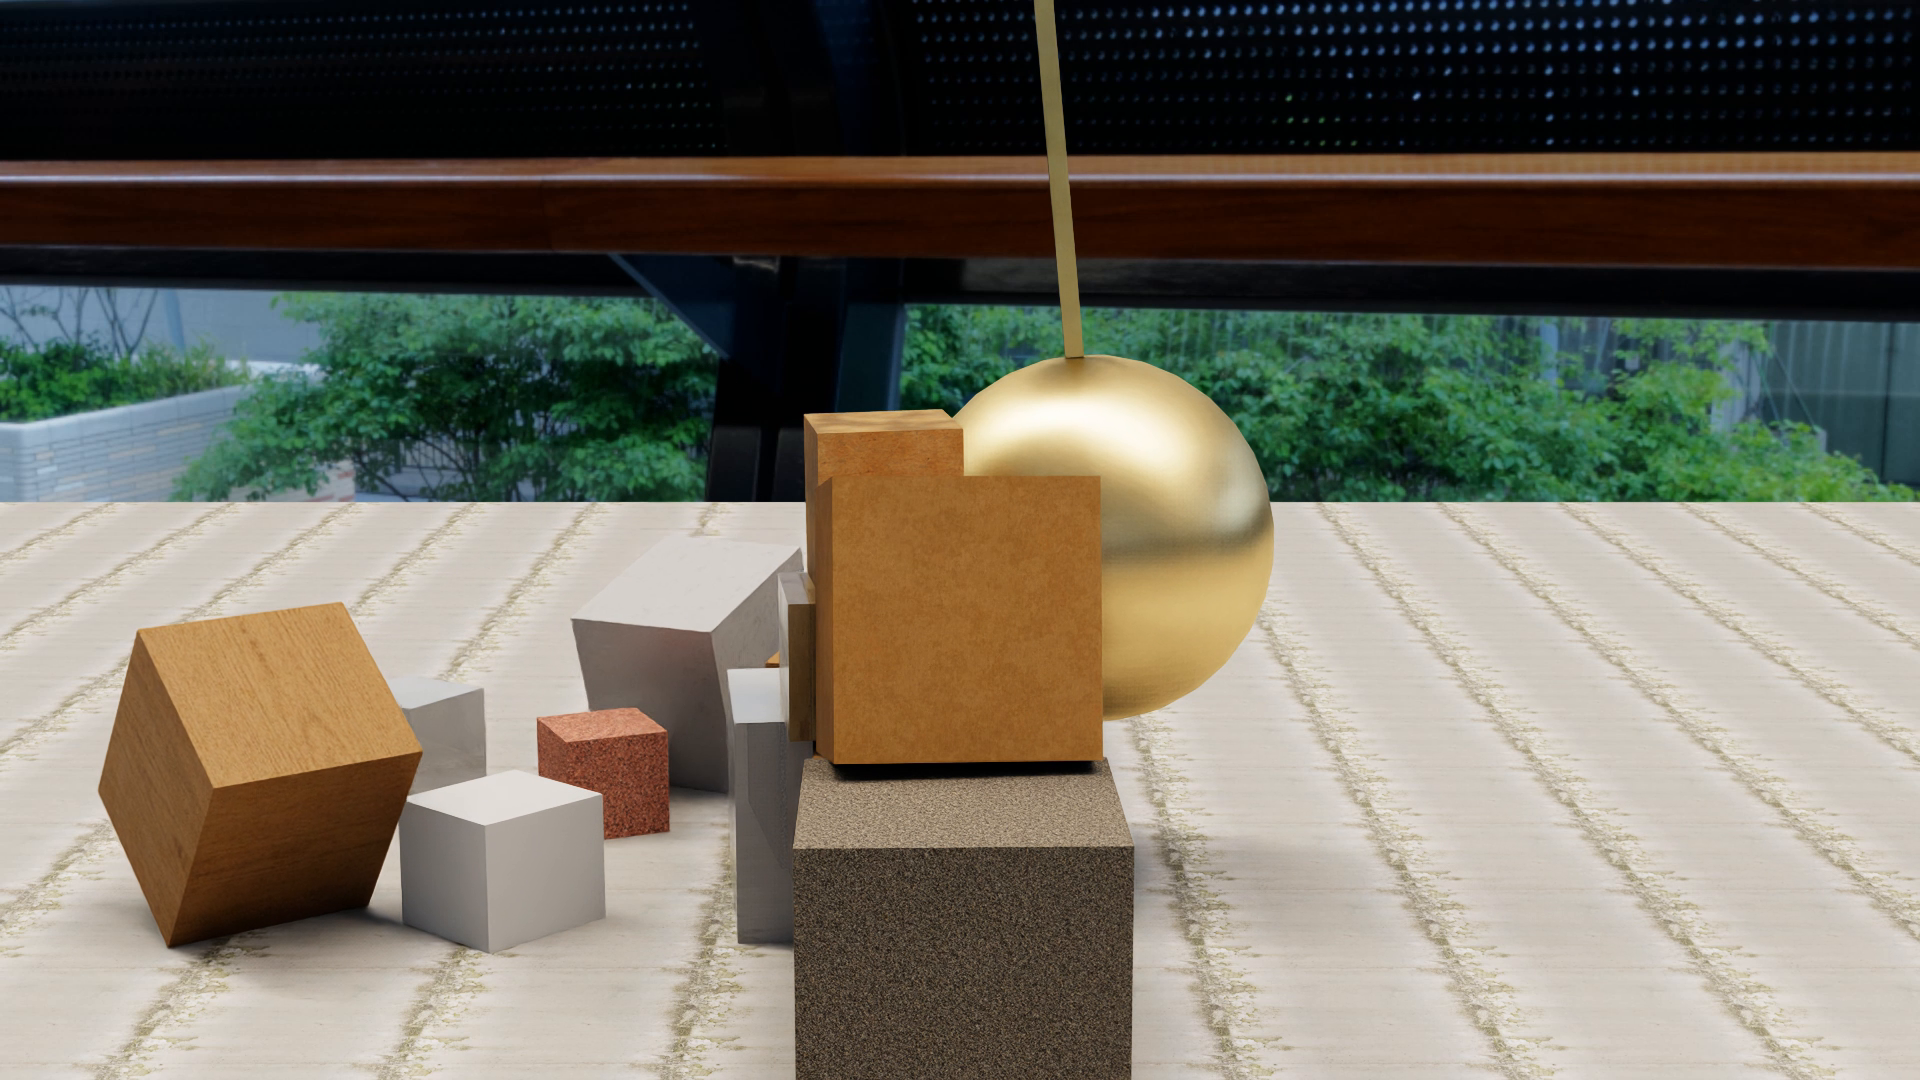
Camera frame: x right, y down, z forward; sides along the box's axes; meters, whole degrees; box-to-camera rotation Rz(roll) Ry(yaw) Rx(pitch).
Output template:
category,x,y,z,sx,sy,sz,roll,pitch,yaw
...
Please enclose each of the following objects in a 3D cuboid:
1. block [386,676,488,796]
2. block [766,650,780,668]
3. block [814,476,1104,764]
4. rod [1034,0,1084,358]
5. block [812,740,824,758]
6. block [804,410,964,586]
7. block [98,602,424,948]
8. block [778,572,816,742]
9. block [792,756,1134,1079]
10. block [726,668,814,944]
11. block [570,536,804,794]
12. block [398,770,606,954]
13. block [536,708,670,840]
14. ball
category,x,y,z,sx,sy,sz,roll,pitch,yaw
block,-2.727,0.991,12.764,0.502,0.484,0.524,6,12,31
block,-0.315,0.914,12.045,0.953,0.892,1.047,2,10,10
block,-0.027,0.294,9.558,0.961,1.016,0.915,0,-2,-7
rod,0.246,-3.338,10.573,0.080,5.200,0.080,-5,10,1
block,-0.067,1.291,9.989,1.000,0.886,0.989,-1,10,-3
block,-0.309,-0.152,10.300,0.572,0.656,0.550,-2,11,-9
block,-2.916,0.960,10.638,0.884,0.985,0.866,-8,49,-38
block,-0.407,0.455,10.339,0.606,0.549,0.642,-1,10,-7
block,-0.001,1.406,8.930,1.105,1.038,1.105,0,10,-1
block,-0.454,1.098,10.933,1.031,0.928,0.956,-1,10,-7
block,-1.305,0.618,12.984,0.792,0.911,0.944,5,27,25
block,-1.914,1.332,10.734,0.582,0.538,0.613,9,14,41
block,-1.689,1.106,12.124,0.486,0.486,0.511,-5,11,-24
ball,0.568,-0.008,11.179,1.600,1.600,1.600,0,10,0
